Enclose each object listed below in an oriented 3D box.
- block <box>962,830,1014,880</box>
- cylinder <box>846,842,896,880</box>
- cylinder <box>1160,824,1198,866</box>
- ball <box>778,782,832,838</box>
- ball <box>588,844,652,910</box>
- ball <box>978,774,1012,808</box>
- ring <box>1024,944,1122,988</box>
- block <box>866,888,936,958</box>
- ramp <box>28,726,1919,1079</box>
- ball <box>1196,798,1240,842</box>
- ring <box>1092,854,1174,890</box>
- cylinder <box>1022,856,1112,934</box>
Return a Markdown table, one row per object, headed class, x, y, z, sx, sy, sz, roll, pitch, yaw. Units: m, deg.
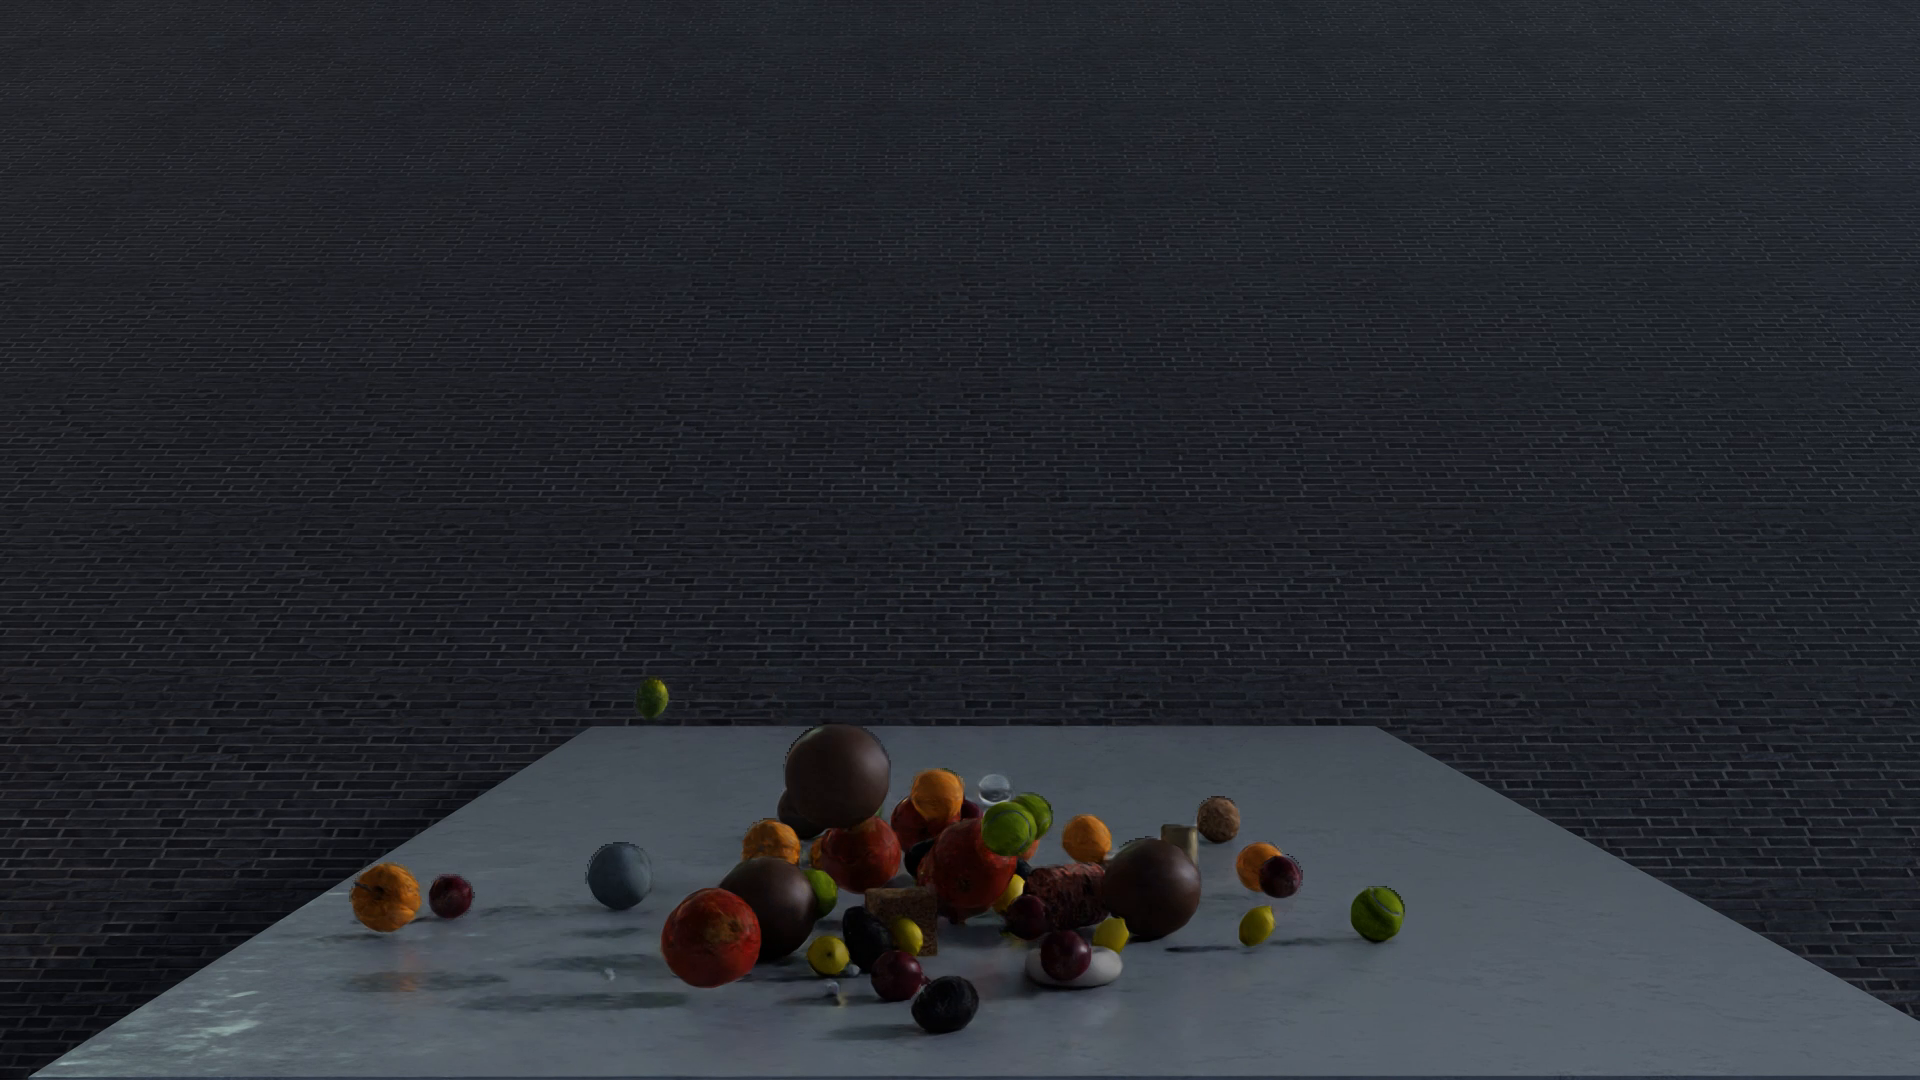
| class | x | y | z | sx | sy | sz | roll | pitch | yaw |
| --- | --- | --- | --- | --- | --- | --- | --- | --- | --- |
| block | 0.044 | 0.483 | 3.964 | 0.068 | 0.068 | 0.068 | 0 | 1 | -12 |
| cylinder | -0.136 | 0.490 | 3.955 | 0.054 | 0.054 | 0.054 | 0 | 22 | 41 |
| cylinder | 0.347 | 0.484 | 4.091 | 0.059 | 0.059 | 0.059 | 3 | 0 | 0 |
| ball | -0.265 | 0.462 | 4.416 | 0.095 | 0.095 | 0.095 | 0 | 27 | 0 |
| ball | -0.481 | 0.477 | 3.655 | 0.091 | 0.091 | 0.091 | 0 | 27 | 0 |
| ball | 0.066 | 0.471 | 4.850 | 0.065 | 0.065 | 0.065 | 0 | 27 | 0 |
| ring | 0.136 | 0.511 | 3.100 | 0.118 | 0.039 | 0.118 | 0 | -1 | 0 |
| block | -0.076 | 0.489 | 3.307 | 0.076 | 0.076 | 0.076 | 0 | 1 | -14 |
| ramp | 0.062 | 0.557 | 4.594 | 2.000 | 0.100 | 4.000 | 0 | 1 | 0 |
| ball | 0.436 | 0.474 | 4.356 | 0.074 | 0.074 | 0.074 | 0 | 27 | 0 |
| ring | 0.255 | 0.497 | 3.871 | 0.131 | 0.044 | 0.131 | 1 | 0 | 0 |
| cylinder | 0.144 | 0.479 | 3.472 | 0.085 | 0.085 | 0.085 | -21 | 34 | -33 |
